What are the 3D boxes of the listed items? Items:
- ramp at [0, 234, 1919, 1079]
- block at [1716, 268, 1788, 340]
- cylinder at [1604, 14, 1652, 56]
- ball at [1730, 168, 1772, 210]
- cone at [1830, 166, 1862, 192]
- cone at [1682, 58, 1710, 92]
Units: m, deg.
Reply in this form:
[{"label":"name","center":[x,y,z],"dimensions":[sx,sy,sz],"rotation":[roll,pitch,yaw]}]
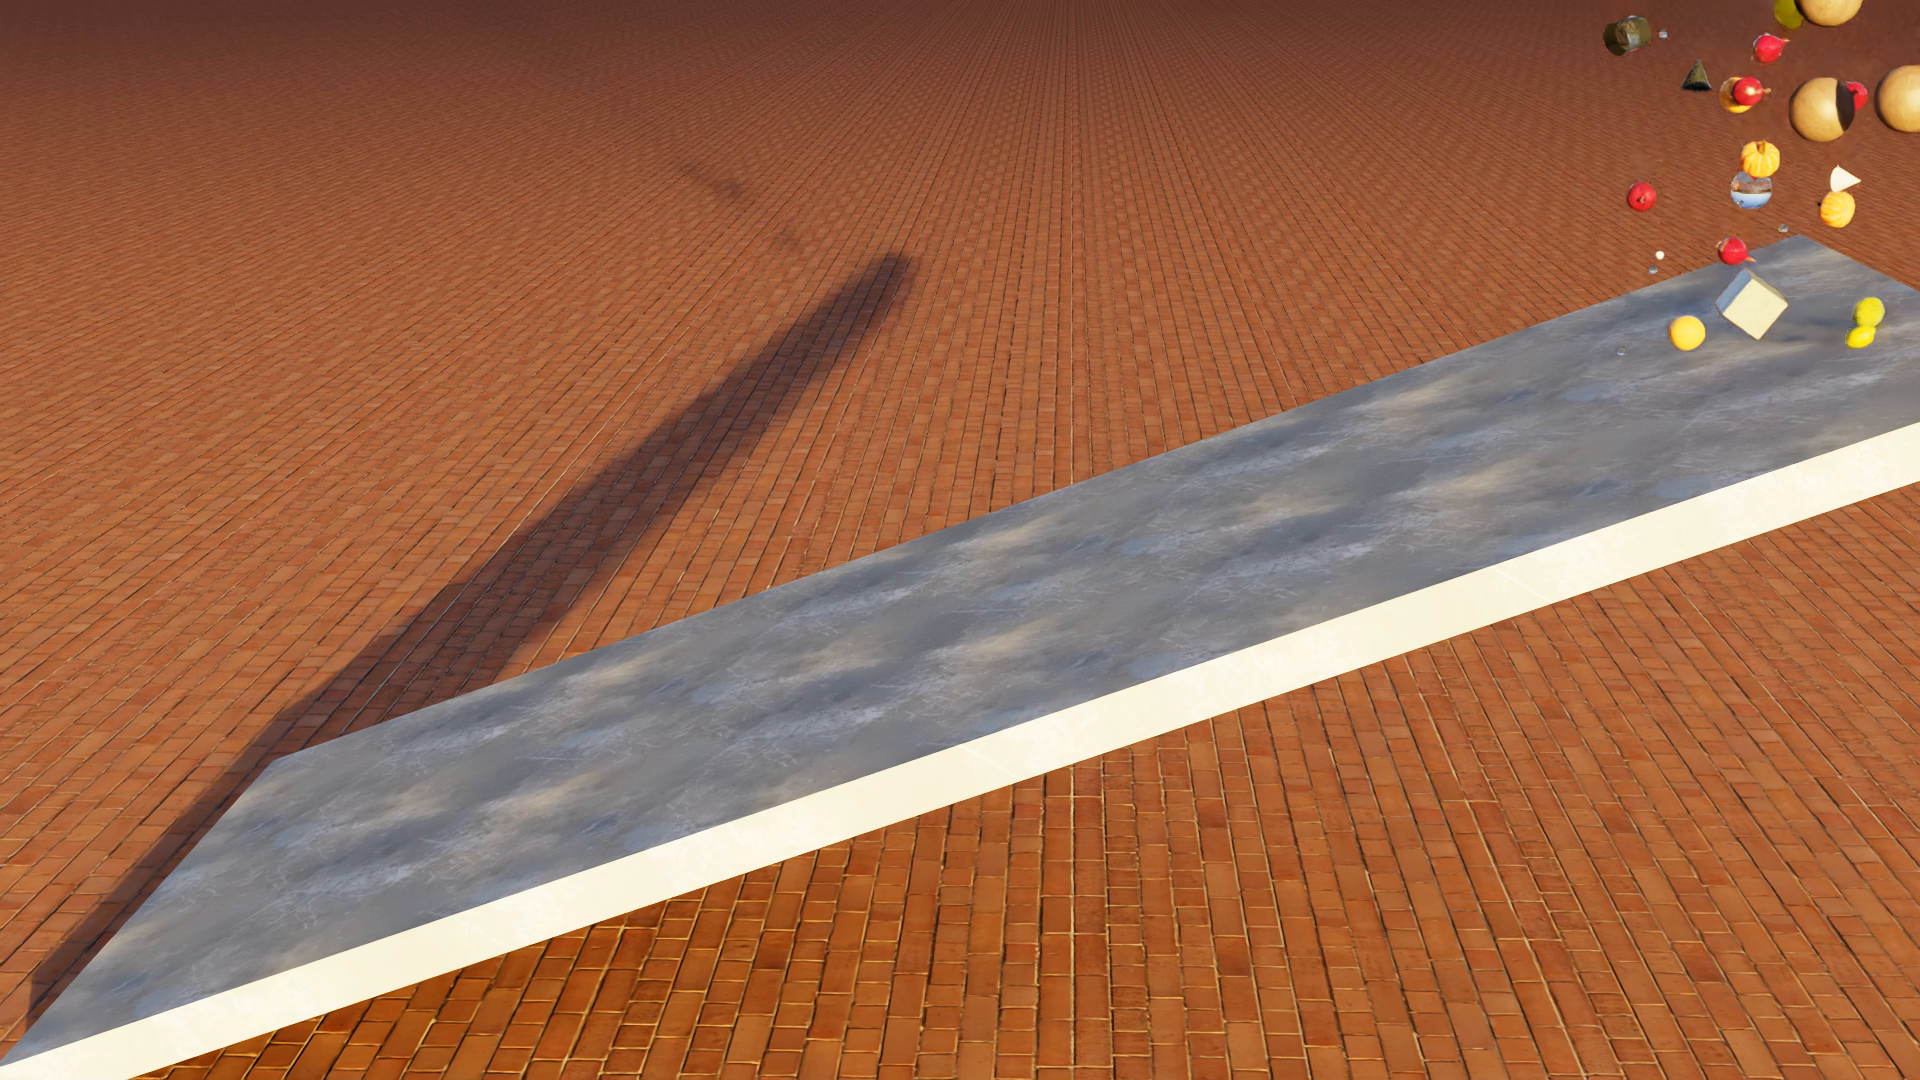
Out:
[{"label":"ramp","center":[0.113,0.178,6.300],"dimensions":[4.000,0.100,2.000],"rotation":[-19,11,6]},{"label":"block","center":[1.637,-0.490,6.083],"dimensions":[0.093,0.093,0.093],"rotation":[34,20,-8]},{"label":"cylinder","center":[1.390,-1.051,6.125],"dimensions":[0.069,0.069,0.069],"rotation":[-24,23,-29]},{"label":"ball","center":[1.582,-0.701,5.880],"dimensions":[0.081,0.081,0.081],"rotation":[0,13,0]},{"label":"cone","center":[1.810,-0.732,5.987],"dimensions":[0.054,0.054,0.054],"rotation":[10,16,42]},{"label":"cone","center":[1.527,-0.968,6.091],"dimensions":[0.062,0.062,0.062],"rotation":[1,24,0]}]
